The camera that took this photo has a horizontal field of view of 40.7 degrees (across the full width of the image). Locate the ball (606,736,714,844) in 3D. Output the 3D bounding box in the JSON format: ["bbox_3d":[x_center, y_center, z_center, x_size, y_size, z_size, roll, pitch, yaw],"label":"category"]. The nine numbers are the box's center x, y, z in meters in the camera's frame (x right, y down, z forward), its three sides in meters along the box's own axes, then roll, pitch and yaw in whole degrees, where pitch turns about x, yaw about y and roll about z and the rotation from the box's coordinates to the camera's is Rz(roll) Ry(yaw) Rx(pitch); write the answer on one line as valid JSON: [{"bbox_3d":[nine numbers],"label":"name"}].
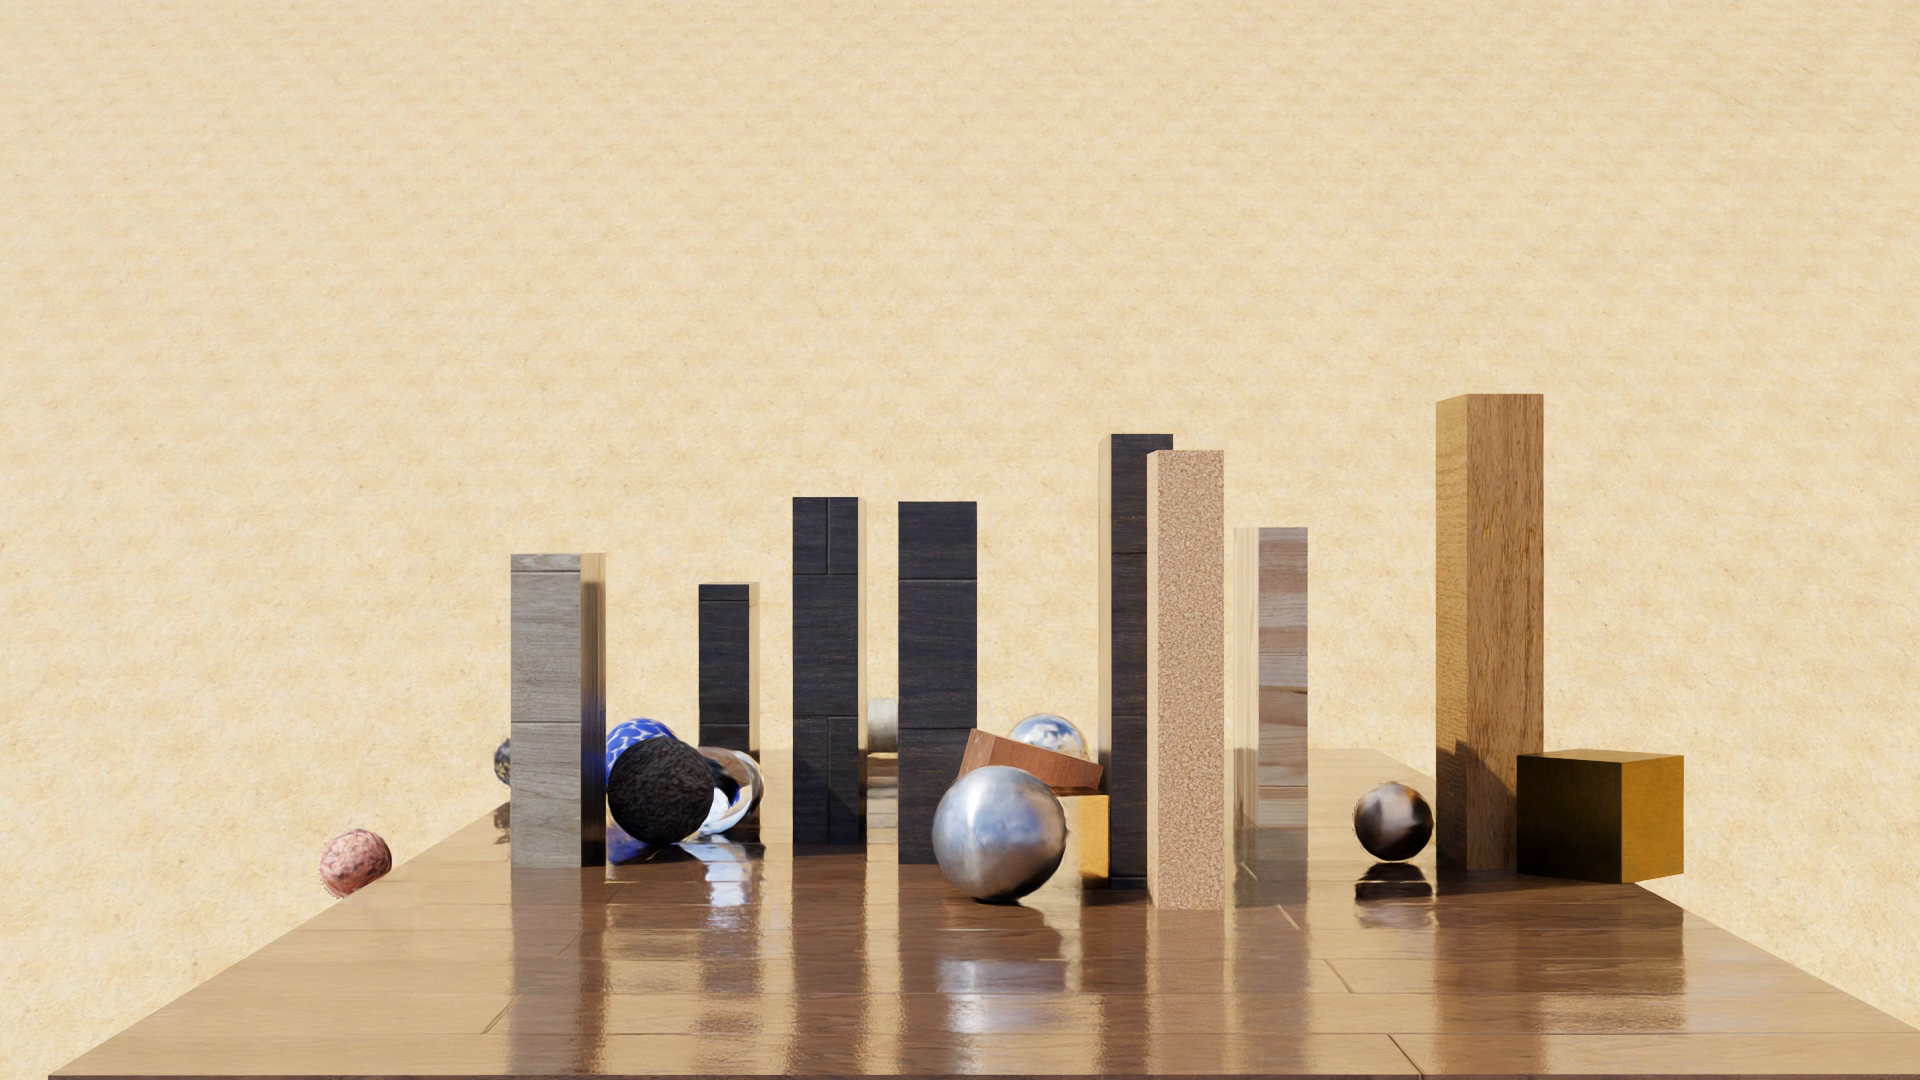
[{"bbox_3d":[-0.533,0.446,4.602,0.191,0.191,0.191,0,30,0],"label":"ball"}]

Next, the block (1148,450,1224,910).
[{"bbox_3d":[0.339,0.205,3.984,0.097,0.675,0.365,0,0,0],"label":"block"}]

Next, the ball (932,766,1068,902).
[{"bbox_3d":[0.060,0.442,3.897,0.204,0.204,0.204,0,30,0],"label":"ball"}]

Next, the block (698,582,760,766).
[{"bbox_3d":[-0.480,0.314,5.399,0.104,0.450,0.277,0,0,0],"label":"block"}]

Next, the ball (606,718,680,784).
[{"bbox_3d":[-0.648,0.451,5.260,0.179,0.179,0.179,0,30,0],"label":"ball"}]

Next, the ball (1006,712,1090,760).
[{"bbox_3d":[0.174,0.446,5.290,0.186,0.186,0.186,0,30,0],"label":"ball"}]

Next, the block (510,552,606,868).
[{"bbox_3d":[-0.686,0.282,4.438,0.116,0.519,0.309,0,0,0],"label":"block"}]

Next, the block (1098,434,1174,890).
[{"bbox_3d":[0.283,0.188,4.200,0.097,0.708,0.374,0,0,0],"label":"block"}]

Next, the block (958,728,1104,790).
[{"bbox_3d":[0.101,0.428,4.239,0.185,0.185,0.185,16,-3,-12],"label":"block"}]

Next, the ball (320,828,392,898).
[{"bbox_3d":[-1.025,0.551,4.393,0.121,0.121,0.121,0,30,0],"label":"ball"}]

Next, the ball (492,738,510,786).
[{"bbox_3d":[-0.960,0.484,5.636,0.115,0.115,0.115,0,30,0],"label":"ball"}]

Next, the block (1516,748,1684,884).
[{"bbox_3d":[1.040,0.446,4.202,0.192,0.192,0.192,0,0,45],"label":"block"}]

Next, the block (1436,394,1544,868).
[{"bbox_3d":[0.898,0.150,4.398,0.127,0.783,0.278,0,0,0],"label":"block"}]

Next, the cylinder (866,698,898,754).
[{"bbox_3d":[-0.203,0.464,6.448,0.135,0.135,0.135,-4,29,4],"label":"cylinder"}]

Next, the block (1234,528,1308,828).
[{"bbox_3d":[0.607,0.257,5.085,0.093,0.565,0.444,0,0,0],"label":"block"}]

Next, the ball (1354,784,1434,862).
[{"bbox_3d":[0.731,0.476,4.359,0.131,0.131,0.131,0,30,0],"label":"ball"}]

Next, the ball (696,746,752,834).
[{"bbox_3d":[-0.463,0.460,4.767,0.162,0.162,0.162,0,30,0],"label":"ball"}]

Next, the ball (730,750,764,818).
[{"bbox_3d":[-0.444,0.471,4.960,0.139,0.139,0.139,0,30,0],"label":"ball"}]

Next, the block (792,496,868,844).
[{"bbox_3d":[-0.239,0.232,4.808,0.117,0.618,0.433,0,0,0],"label":"block"}]

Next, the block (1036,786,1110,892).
[{"bbox_3d":[0.147,0.470,4.079,0.146,0.146,0.146,0,0,-12],"label":"block"}]

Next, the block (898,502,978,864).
[{"bbox_3d":[-0.037,0.238,4.455,0.132,0.607,0.275,0,0,0],"label":"block"}]

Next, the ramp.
[{"bbox_3d":[0.066,0.591,4.644,2.000,0.100,4.000,0,0,0],"label":"ramp"}]
